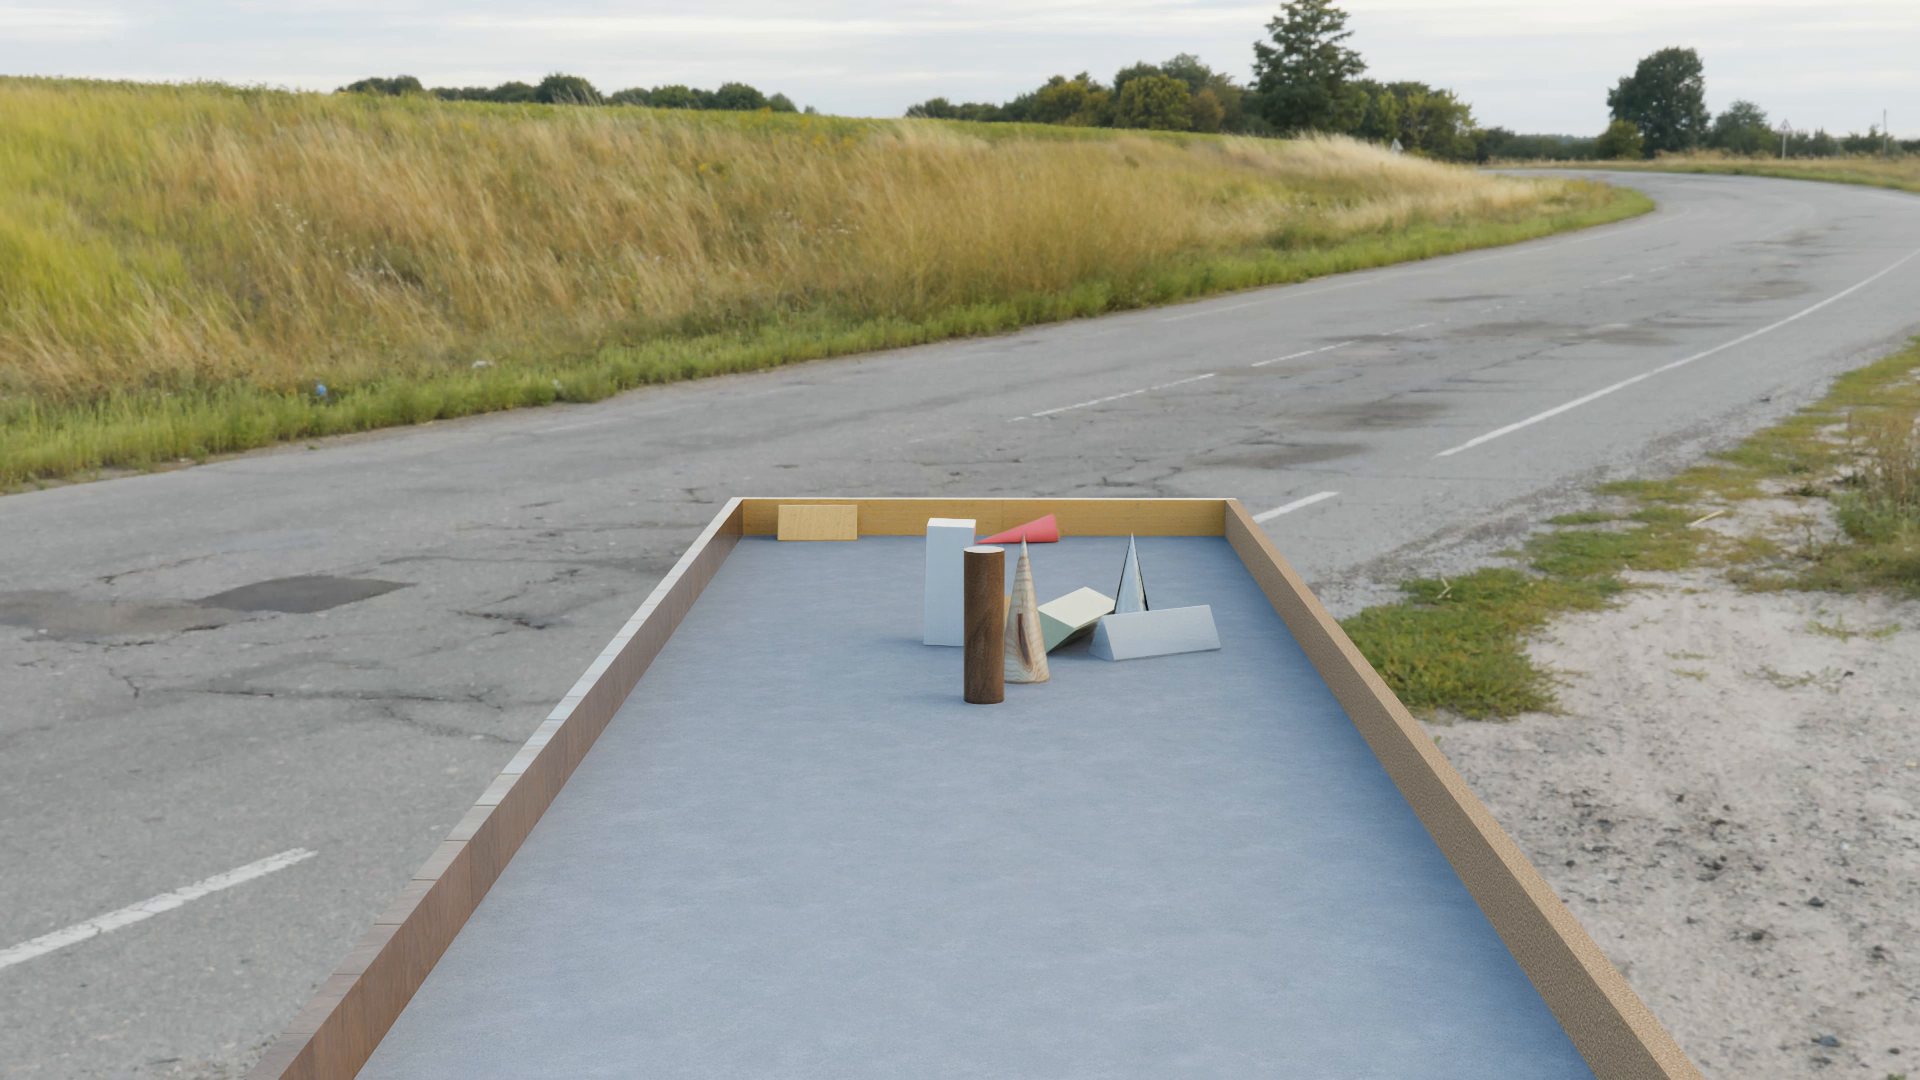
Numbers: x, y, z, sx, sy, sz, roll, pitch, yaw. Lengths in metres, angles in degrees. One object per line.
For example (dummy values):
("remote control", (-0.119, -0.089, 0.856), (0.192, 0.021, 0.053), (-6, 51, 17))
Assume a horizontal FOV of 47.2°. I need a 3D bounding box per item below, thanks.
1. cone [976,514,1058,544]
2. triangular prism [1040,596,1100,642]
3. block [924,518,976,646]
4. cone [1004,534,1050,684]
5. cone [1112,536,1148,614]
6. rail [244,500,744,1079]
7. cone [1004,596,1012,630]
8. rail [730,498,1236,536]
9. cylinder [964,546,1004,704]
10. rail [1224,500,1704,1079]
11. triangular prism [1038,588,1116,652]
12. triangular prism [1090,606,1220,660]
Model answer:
("cone", (0.214, -0.016, 8.925), (0.351, 0.119, 0.119), (-11, 10, -7))
("triangular prism", (0.348, 0.253, 7.127), (0.099, 0.086, 0.333), (5, 10, 28))
("block", (-0.032, 0.132, 6.943), (0.146, 0.379, 0.146), (2, 10, 3))
("cone", (0.185, 0.190, 6.412), (0.160, 0.438, 0.160), (0, 9, 0))
("cone", (0.541, 0.148, 6.944), (0.157, 0.355, 0.157), (0, 9, 0))
("rail", (-1.004, 0.839, 3.234), (0.050, 0.150, 12.000), (0, 9, 1))
("cone", (0.140, 0.274, 7.017), (0.171, 0.171, 0.304), (-2, -7, -12))
("rail", (0.099, -0.098, 9.147), (2.100, 0.150, 0.050), (0, 9, 1))
("cylinder", (0.067, 0.238, 6.143), (0.114, 0.428, 0.114), (0, 9, 0))
("rail", (1.046, 0.843, 3.208), (0.050, 0.150, 12.000), (0, 9, 1))
("triangular prism", (0.351, 0.233, 6.918), (0.147, 0.127, 0.416), (-39, -9, 25))
("triangular prism", (0.606, 0.280, 6.812), (0.390, 0.127, 0.147), (-5, 10, -27))
